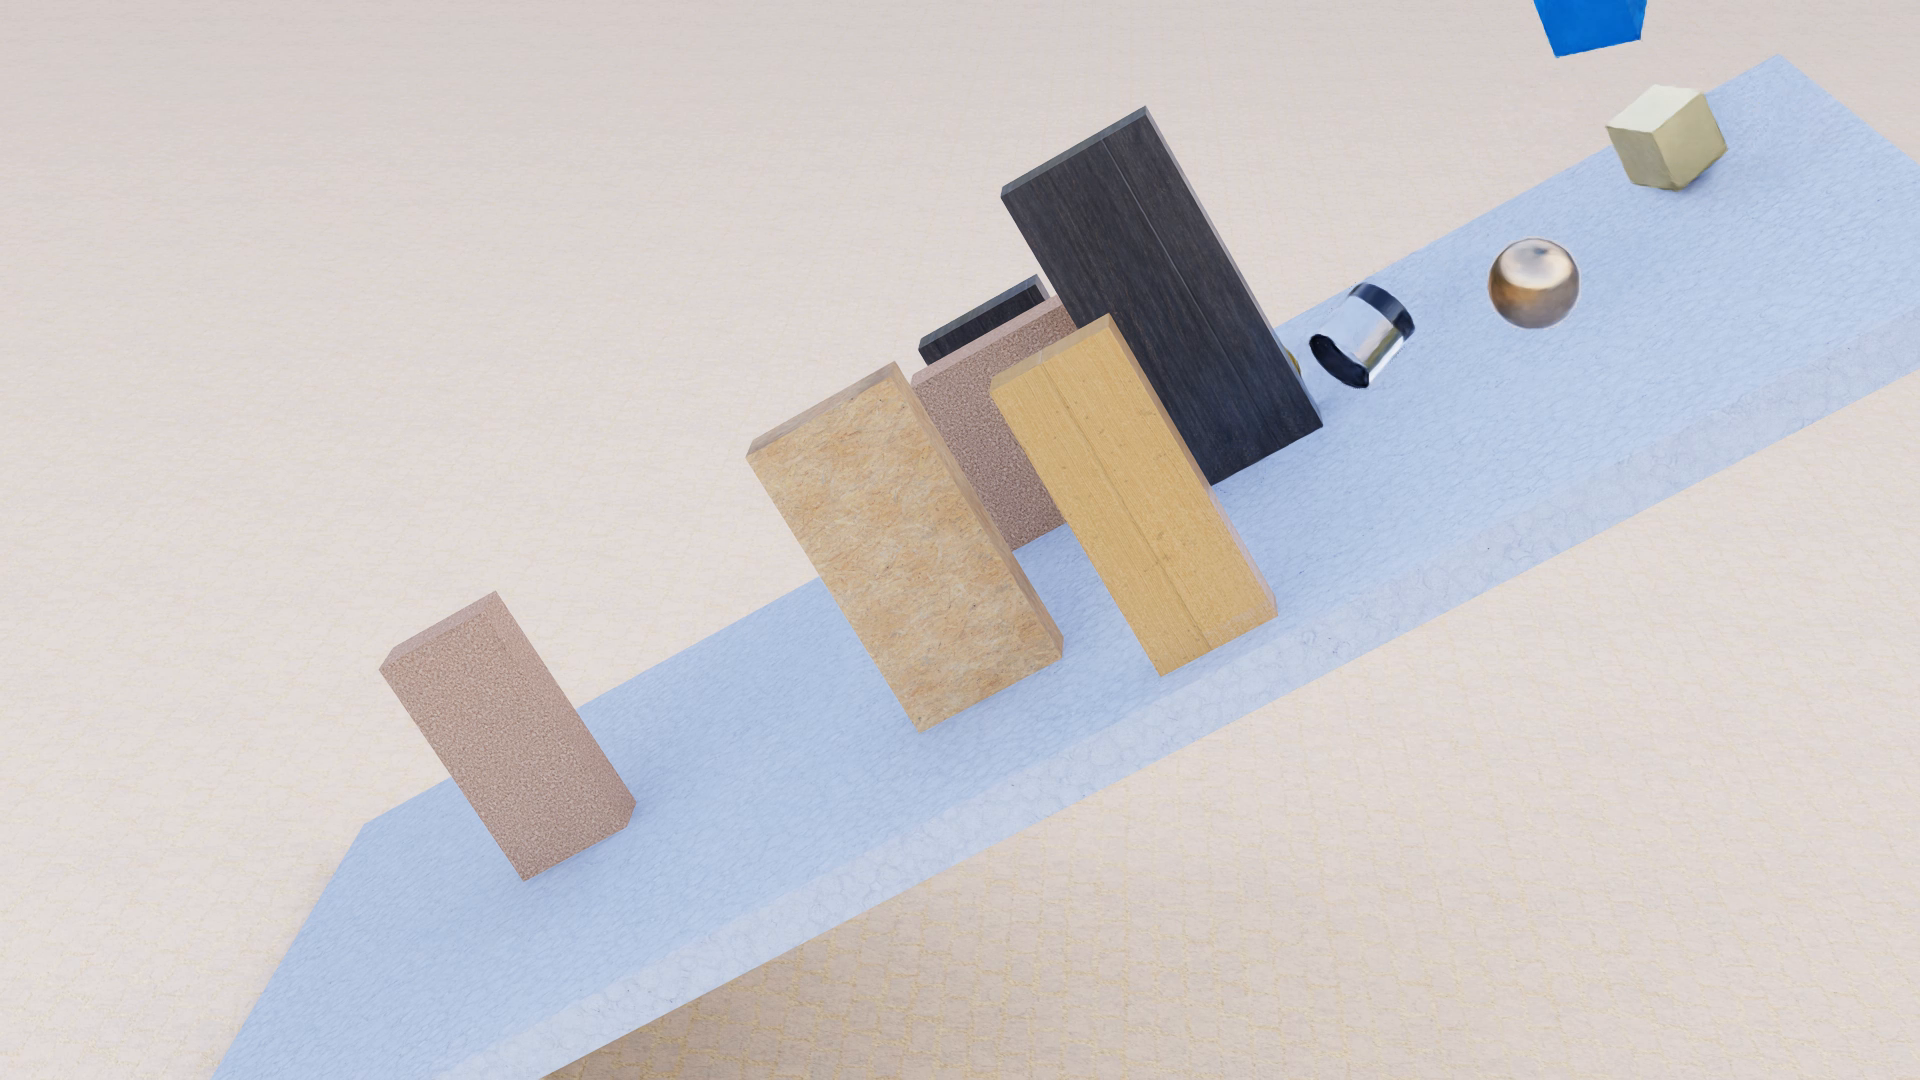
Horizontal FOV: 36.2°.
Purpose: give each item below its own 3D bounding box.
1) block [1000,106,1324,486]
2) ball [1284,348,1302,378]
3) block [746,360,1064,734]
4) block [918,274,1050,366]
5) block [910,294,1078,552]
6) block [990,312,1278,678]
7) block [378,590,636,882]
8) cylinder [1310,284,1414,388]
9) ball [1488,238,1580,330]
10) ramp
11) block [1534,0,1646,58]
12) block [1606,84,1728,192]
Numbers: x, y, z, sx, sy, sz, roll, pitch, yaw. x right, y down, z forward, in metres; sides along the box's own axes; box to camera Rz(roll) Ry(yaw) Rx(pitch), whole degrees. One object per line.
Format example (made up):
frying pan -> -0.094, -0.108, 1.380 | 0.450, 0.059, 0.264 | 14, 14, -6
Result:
block -> 0.426, -0.489, 6.158 | 0.344, 0.759, 0.106 | -28, 15, 12
ball -> 0.663, -0.353, 6.420 | 0.163, 0.163, 0.163 | 0, 19, 0
block -> -0.103, 0.017, 5.765 | 0.327, 0.657, 0.119 | -28, 15, 12
block -> 0.151, -0.353, 6.914 | 0.316, 0.436, 0.105 | -28, 15, 12
block -> 0.176, -0.265, 6.568 | 0.405, 0.439, 0.126 | -28, 15, 12
block -> 0.316, -0.078, 5.303 | 0.243, 0.619, 0.100 | -28, 15, 12
block -> -0.974, 0.426, 6.362 | 0.269, 0.568, 0.132 | -28, 15, 12
cylinder -> 0.771, -0.392, 5.641 | 0.143, 0.143, 0.143 | -48, 39, -17
ball -> 1.095, -0.489, 5.611 | 0.173, 0.173, 0.173 | 0, 19, 0
ramp -> 0.142, 0.168, 6.285 | 4.000, 0.100, 2.000 | -28, 15, 12
block -> 1.177, -1.031, 5.499 | 0.163, 0.163, 0.163 | -9, 41, 28
block -> 1.504, -0.855, 6.258 | 0.153, 0.153, 0.153 | -39, 27, -14
